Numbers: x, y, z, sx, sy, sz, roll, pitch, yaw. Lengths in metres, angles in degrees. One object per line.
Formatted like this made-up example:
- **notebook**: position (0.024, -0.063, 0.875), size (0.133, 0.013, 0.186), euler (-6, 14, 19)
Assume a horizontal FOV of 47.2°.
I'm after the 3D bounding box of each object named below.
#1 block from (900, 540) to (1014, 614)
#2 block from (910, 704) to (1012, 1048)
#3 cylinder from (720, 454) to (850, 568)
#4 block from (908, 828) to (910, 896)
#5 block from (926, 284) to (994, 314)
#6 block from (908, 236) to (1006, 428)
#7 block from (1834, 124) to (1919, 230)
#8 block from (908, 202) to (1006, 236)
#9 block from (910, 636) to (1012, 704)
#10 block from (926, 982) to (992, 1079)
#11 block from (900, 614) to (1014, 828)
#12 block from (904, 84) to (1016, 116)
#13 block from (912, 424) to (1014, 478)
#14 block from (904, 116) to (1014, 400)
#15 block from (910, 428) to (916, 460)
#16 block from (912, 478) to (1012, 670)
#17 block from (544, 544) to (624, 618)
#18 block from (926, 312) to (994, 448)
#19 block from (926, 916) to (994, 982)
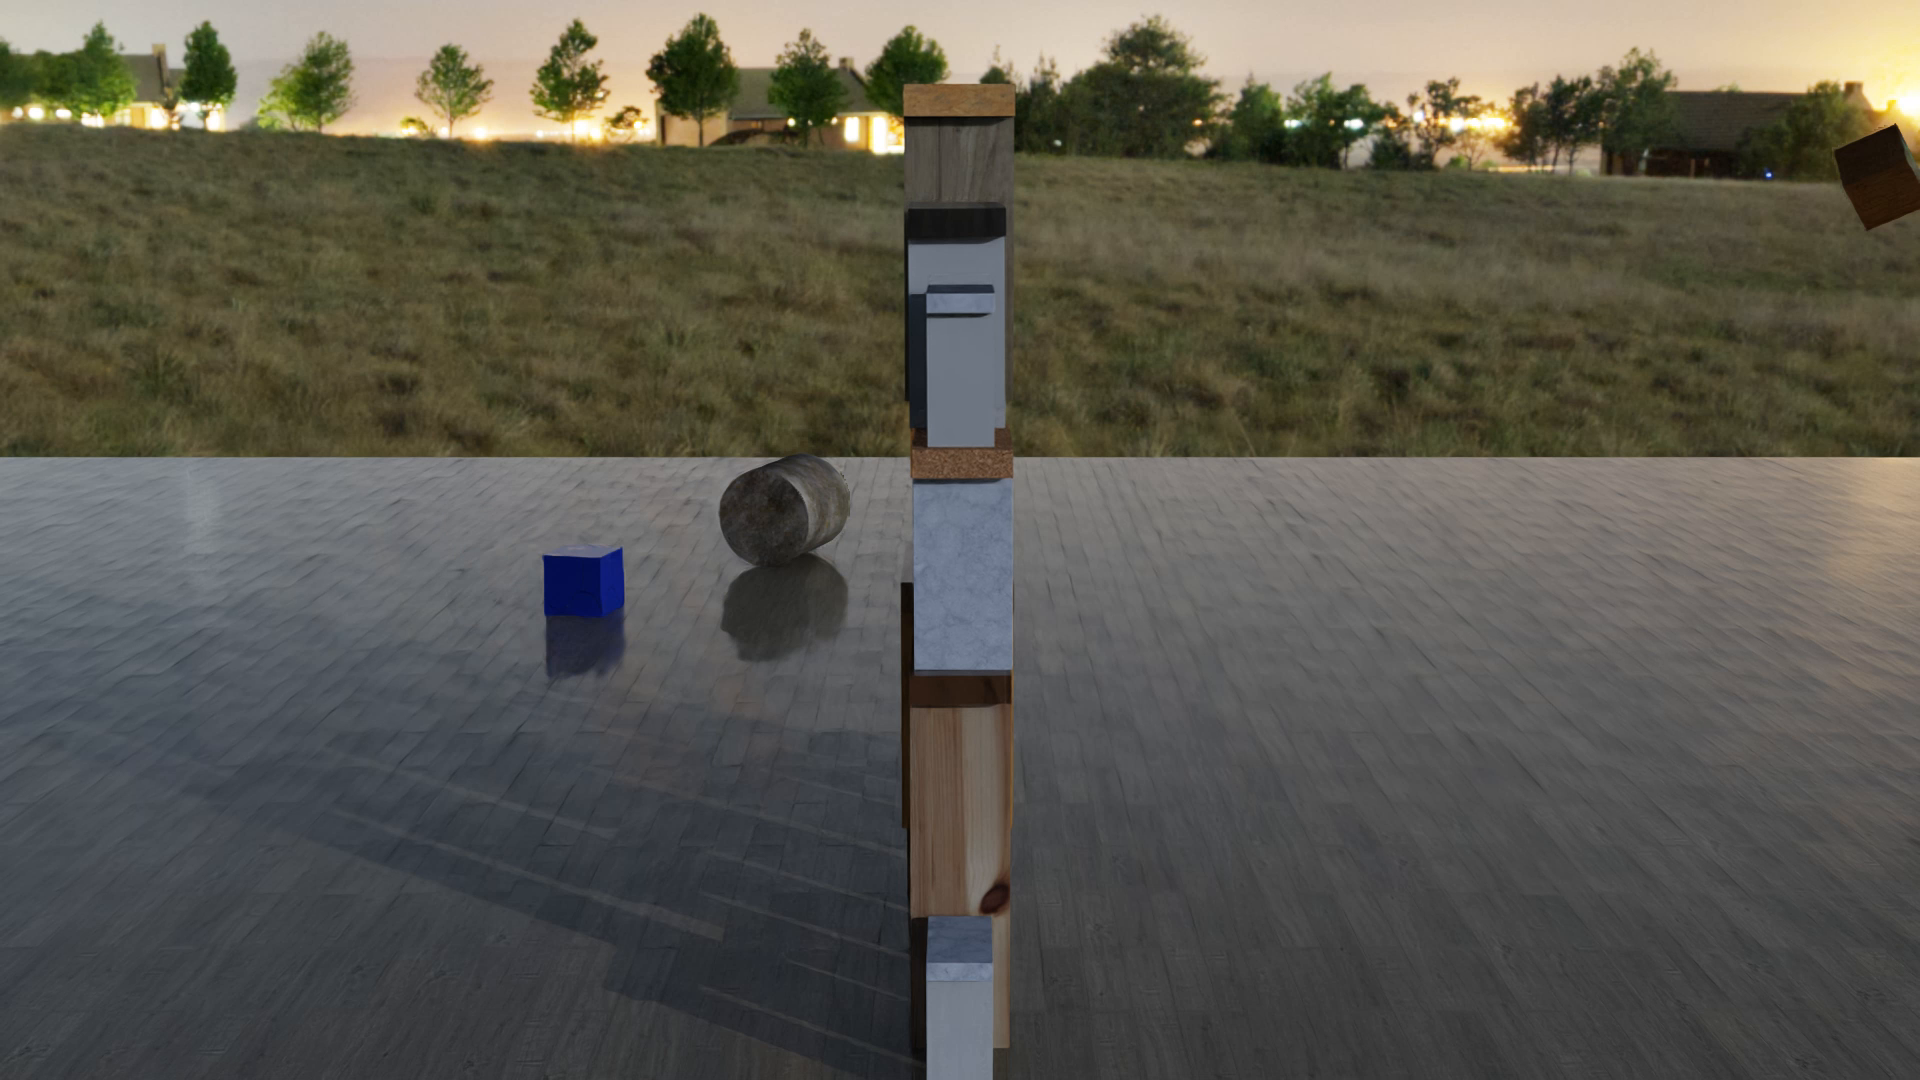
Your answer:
- **block**: position (-0.004, 0.055, 3.354), size (0.165, 0.047, 0.330), euler (0, 11, 0)
- **block**: position (0.001, 0.456, 3.024), size (0.136, 0.499, 0.039), euler (0, 11, 0)
- **cylinder**: position (-0.519, -0.090, 6.518), size (0.289, 0.289, 0.289), euler (4, 13, 21)
- **block**: position (-0.003, 0.422, 3.649), size (0.169, 0.338, 0.048), euler (0, 11, 0)
- **block**: position (0.001, -0.323, 2.944), size (0.089, 0.025, 0.178), euler (0, 10, 0)
- **block**: position (-0.004, -0.293, 3.091), size (0.135, 0.269, 0.038), euler (0, 10, 0)
- **block**: position (2.273, -0.894, 5.426), size (0.154, 0.154, 0.154), euler (-23, 36, 29)
- **block**: position (-0.006, -0.461, 3.151), size (0.135, 0.038, 0.269), euler (0, 11, -1)
- **block**: position (0.001, 0.175, 3.065), size (0.136, 0.039, 0.273), euler (0, 10, 0)
- **block**: position (0.000, 0.649, 2.880), size (0.086, 0.173, 0.024), euler (0, 11, 0)
- **block**: position (-0.004, 0.262, 3.281), size (0.165, 0.334, 0.047), euler (0, 11, 0)
- **block**: position (-0.003, -0.681, 3.417), size (0.166, 0.047, 0.331), euler (0, 11, -1)
- **block**: position (0.003, -0.123, 3.014), size (0.132, 0.037, 0.265), euler (0, 10, 0)
- **block**: position (-0.001, -0.428, 3.353), size (0.166, 0.428, 0.047), euler (0, 11, 0)
- **block**: position (-0.007, -0.278, 3.276), size (0.135, 0.368, 0.038), euler (0, 10, -1)
- **block**: position (0.004, 0.041, 2.954), size (0.132, 0.265, 0.037), euler (0, 10, 0)
- **block**: position (-0.997, 0.107, 5.834), size (0.159, 0.159, 0.159), euler (2, 11, 13)
- **block**: position (0.001, -0.213, 2.904), size (0.089, 0.178, 0.025), euler (0, 10, 0)
- **block**: position (0.000, 0.541, 2.919), size (0.086, 0.024, 0.173), euler (0, 11, 0)
